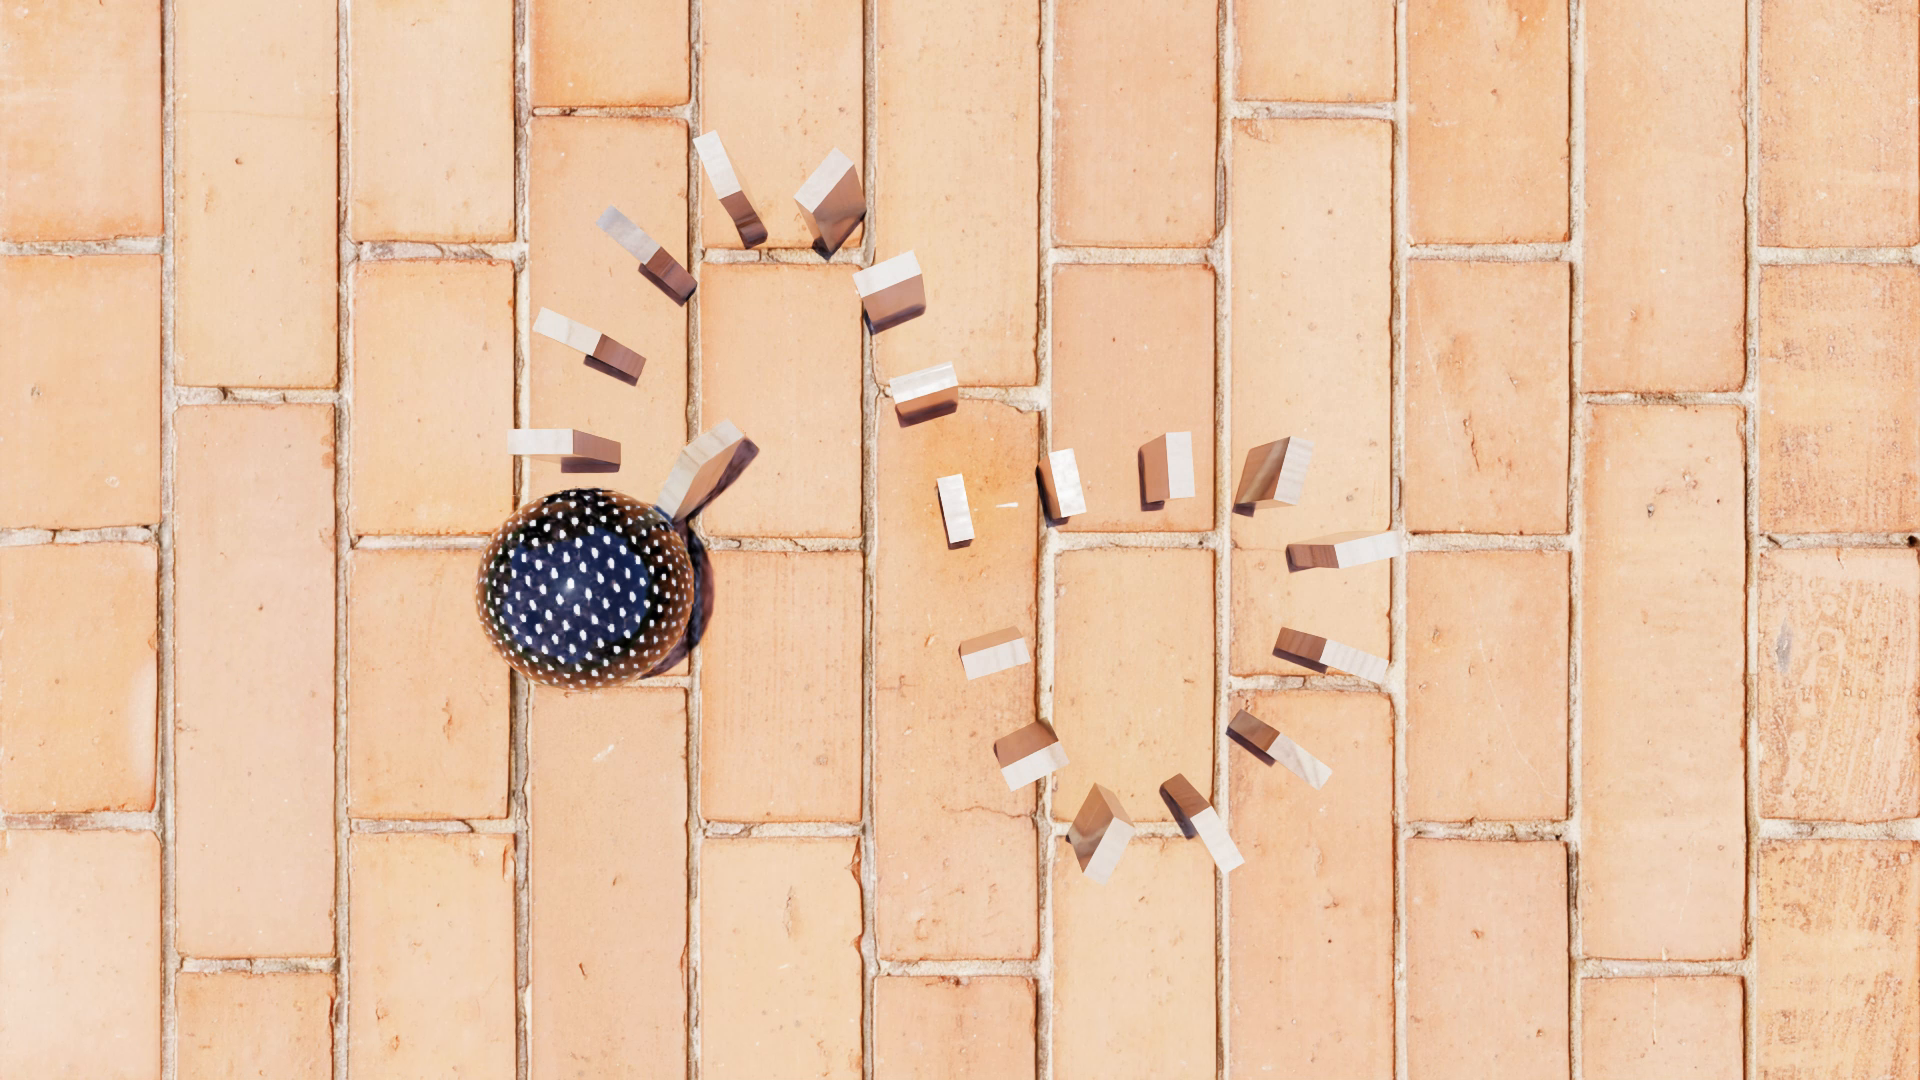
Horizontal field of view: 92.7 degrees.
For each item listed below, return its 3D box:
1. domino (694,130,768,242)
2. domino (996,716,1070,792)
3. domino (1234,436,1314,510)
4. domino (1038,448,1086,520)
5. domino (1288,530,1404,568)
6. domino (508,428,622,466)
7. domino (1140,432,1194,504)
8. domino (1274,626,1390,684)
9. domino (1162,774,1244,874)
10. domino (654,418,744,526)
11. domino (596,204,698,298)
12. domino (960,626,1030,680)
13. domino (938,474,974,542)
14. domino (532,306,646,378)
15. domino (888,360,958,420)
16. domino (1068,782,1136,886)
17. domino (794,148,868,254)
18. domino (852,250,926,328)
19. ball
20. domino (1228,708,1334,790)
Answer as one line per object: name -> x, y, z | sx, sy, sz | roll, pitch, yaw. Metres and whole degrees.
domino -> -0.093, -0.143, 0.375 | 0.010, 0.050, 0.025 | -23, 90, 0
domino -> 0.029, 0.086, 0.375 | 0.025, 0.050, 0.010 | -26, 90, 0
domino -> 0.128, -0.026, 0.375 | 0.010, 0.050, 0.025 | 15, 90, 0
domino -> 0.041, -0.022, 0.375 | 0.009, 0.050, 0.025 | -12, 90, 0
domino -> 0.156, 0.004, 0.375 | 0.025, 0.050, 0.009 | -13, 90, 0
domino -> -0.160, -0.038, 0.375 | 0.025, 0.050, 0.010 | 0, 90, 0
domino -> 0.084, -0.029, 0.375 | 0.010, 0.050, 0.025 | -4, 90, 0
domino -> 0.151, 0.046, 0.375 | 0.025, 0.050, 0.009 | 20, 90, 0
domino -> 0.098, 0.115, 0.375 | 0.009, 0.050, 0.025 | -31, 90, 0
domino -> -0.108, -0.026, 0.373 | 0.010, 0.050, 0.025 | 44, 47, -1
domino -> -0.127, -0.117, 0.375 | 0.025, 0.050, 0.010 | 40, 90, 0
domino -> 0.014, 0.045, 0.375 | 0.025, 0.050, 0.009 | -17, 90, 0
domino -> -0.002, -0.012, 0.375 | 0.010, 0.050, 0.025 | -12, 90, 0
domino -> -0.150, -0.080, 0.375 | 0.025, 0.050, 0.010 | 24, 90, 0
domino -> -0.014, -0.060, 0.375 | 0.025, 0.050, 0.009 | -17, 90, 0
domino -> 0.057, 0.119, 0.375 | 0.010, 0.050, 0.025 | 29, 90, 0
domino -> -0.052, -0.138, 0.375 | 0.010, 0.050, 0.025 | 40, 90, 0
domino -> -0.028, -0.102, 0.375 | 0.025, 0.050, 0.009 | -22, 90, 0
ball -> -0.146, 0.019, 0.360 | 0.080, 0.080, 0.080 | 0, 90, 0
domino -> 0.130, 0.085, 0.375 | 0.025, 0.050, 0.009 | 36, 90, 0
